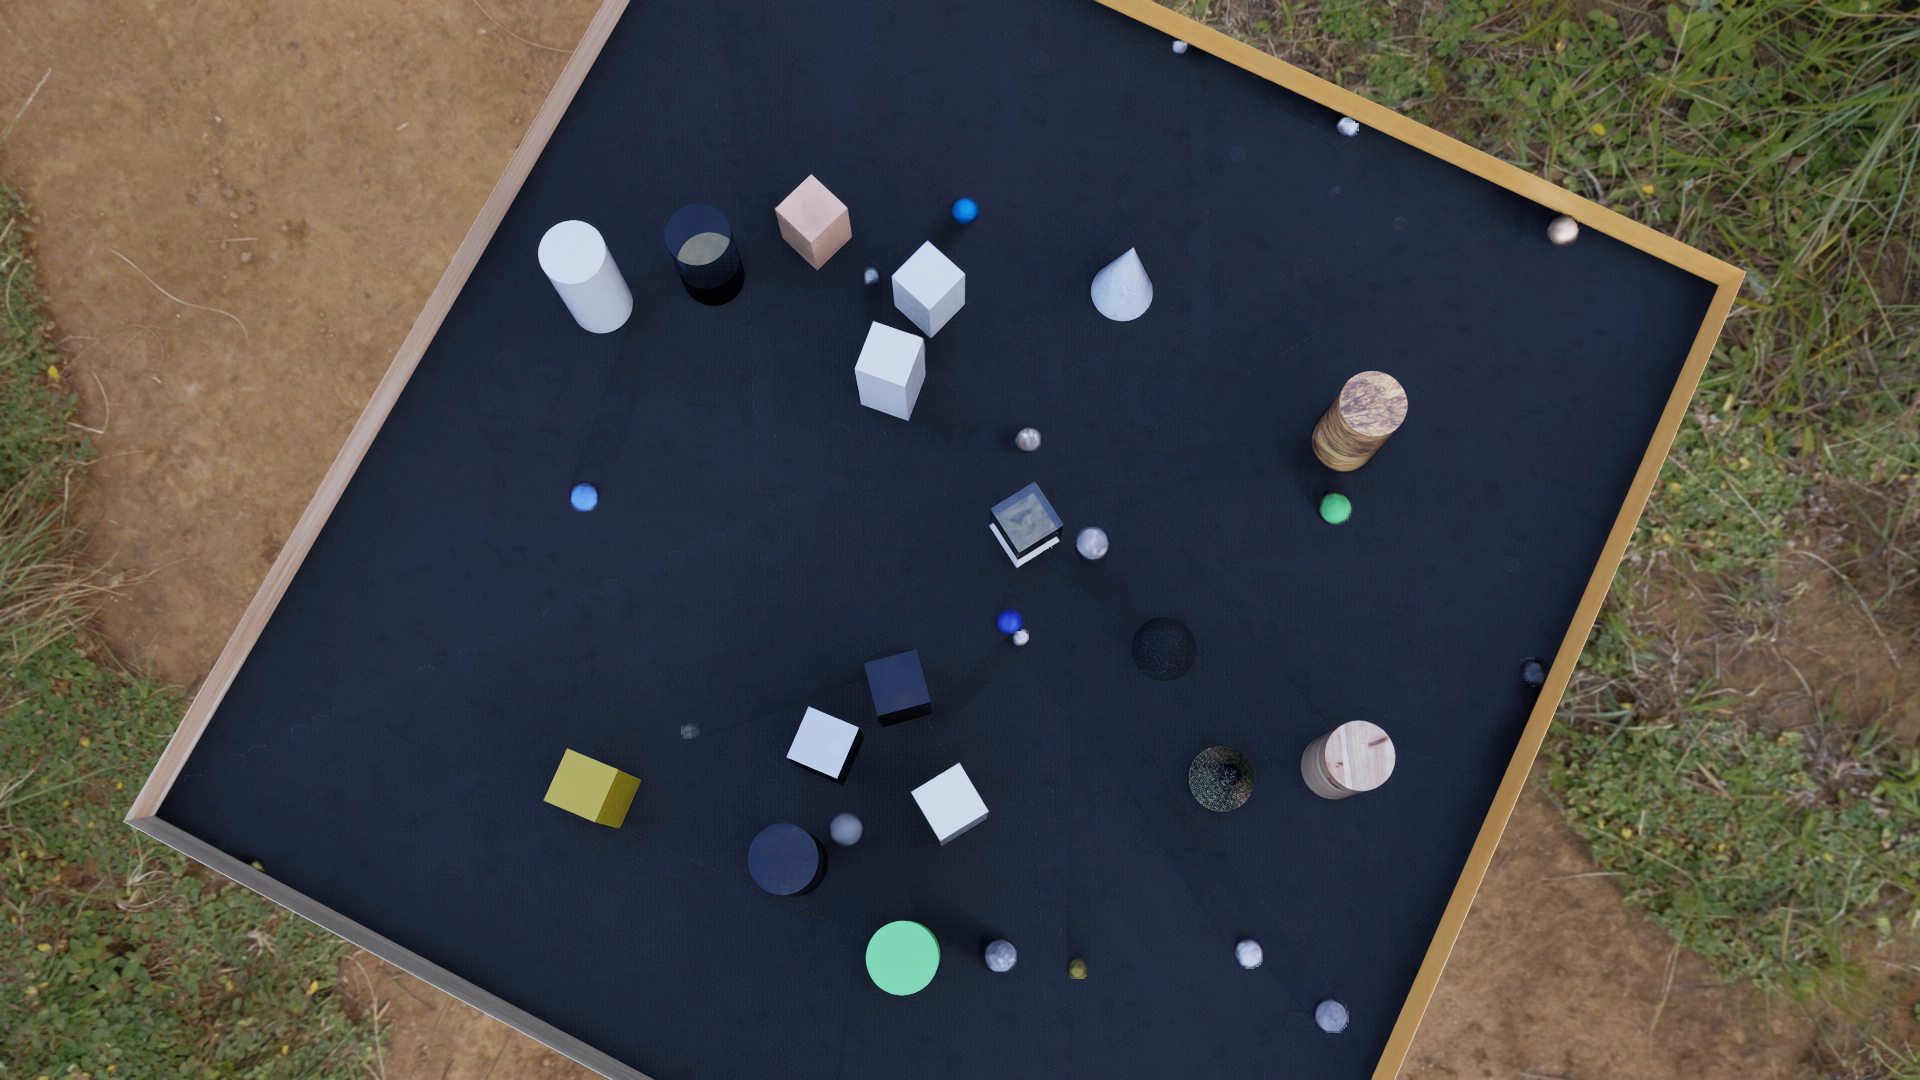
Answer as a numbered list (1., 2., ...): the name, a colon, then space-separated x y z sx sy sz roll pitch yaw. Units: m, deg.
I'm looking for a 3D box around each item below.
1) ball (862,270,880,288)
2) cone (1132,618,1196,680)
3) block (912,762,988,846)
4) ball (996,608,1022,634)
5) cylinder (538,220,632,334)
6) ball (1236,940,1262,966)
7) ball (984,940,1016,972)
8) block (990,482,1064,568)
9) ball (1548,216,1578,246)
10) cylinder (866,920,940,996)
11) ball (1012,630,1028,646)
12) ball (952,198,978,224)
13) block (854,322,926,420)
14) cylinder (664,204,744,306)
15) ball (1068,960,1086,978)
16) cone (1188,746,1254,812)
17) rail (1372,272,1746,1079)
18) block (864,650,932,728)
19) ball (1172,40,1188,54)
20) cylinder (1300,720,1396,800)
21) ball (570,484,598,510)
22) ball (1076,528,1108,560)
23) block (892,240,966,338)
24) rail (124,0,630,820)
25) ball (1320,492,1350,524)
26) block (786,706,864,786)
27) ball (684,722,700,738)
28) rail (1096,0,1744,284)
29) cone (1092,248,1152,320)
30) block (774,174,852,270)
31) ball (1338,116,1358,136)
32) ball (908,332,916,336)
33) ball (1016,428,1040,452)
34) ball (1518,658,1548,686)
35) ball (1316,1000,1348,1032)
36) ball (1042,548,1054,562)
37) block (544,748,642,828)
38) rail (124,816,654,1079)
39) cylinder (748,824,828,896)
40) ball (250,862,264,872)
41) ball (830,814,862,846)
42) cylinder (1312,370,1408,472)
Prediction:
1. ball: -0.279 -0.821 5.757 0.058 0.058 0.058 0 78 0
2. cone: 0.618 0.296 5.383 0.196 0.338 0.196 0 78 0
3. block: -0.028 0.763 5.260 0.156 0.388 0.156 -31 80 -6
4. ball: 0.148 0.245 5.528 0.075 0.075 0.075 0 78 0
5. cylinder: -1.128 -0.790 5.547 0.196 0.456 0.196 0 78 0
6. ball: 0.840 1.201 5.328 0.078 0.078 0.078 0 78 0
7. ball: 0.117 1.207 5.320 0.092 0.092 0.092 0 78 0
8. block: 0.197 -0.044 5.504 0.156 0.238 0.156 -32 80 -6
9. ball: 1.899 -0.973 5.770 0.093 0.093 0.093 0 78 0
10. cylinder: -0.155 1.169 5.145 0.196 0.450 0.196 0 78 0
11. ball: 0.183 0.296 5.532 0.046 0.046 0.046 0 78 0
12. ball: 0.015 -1.037 5.789 0.082 0.082 0.082 0 78 0
13. block: -0.207 -0.506 5.531 0.156 0.373 0.156 19 79 4
14. cylinder: -0.777 -0.869 5.610 0.196 0.366 0.196 0 78 0
15. ball: 0.342 1.246 5.331 0.054 0.054 0.054 0 78 0
16. cone: 0.780 0.682 5.320 0.196 0.304 0.196 0 78 0
17. rail: 1.586 0.783 5.389 0.045 0.127 3.675 26 80 5
18. block: -0.178 0.437 5.363 0.156 0.320 0.156 -15 79 -3
19. ball: 0.712 -1.595 5.923 0.047 0.047 0.047 0 78 0
20. cylinder: 1.115 0.639 5.291 0.196 0.378 0.196 0 78 0
21. ball: -1.149 -0.131 5.602 0.082 0.082 0.082 0 78 0
22. ball: 0.403 0.012 5.564 0.097 0.097 0.097 0 78 0
23. block: -0.095 -0.768 5.636 0.156 0.273 0.156 43 81 8
24. rail: -1.586 -0.770 5.710 0.045 0.127 3.675 26 80 5
25. ball: 1.144 -0.098 5.589 0.093 0.093 0.093 0 78 0
26. block: -0.390 0.604 5.344 0.156 0.290 0.156 22 79 4
27. ball: -0.802 0.570 5.475 0.047 0.047 0.047 0 78 0
28. rail: 0.811 -1.582 5.878 3.594 0.127 0.045 26 80 5
29. cone: 0.511 -0.823 5.588 0.196 0.390 0.196 0 78 0
30. block: -0.453 -0.985 5.696 0.156 0.243 0.156 44 82 8
31. ball: 1.240 -1.323 5.859 0.061 0.061 0.061 0 78 0
32. ball: -0.160 -0.594 5.689 0.098 0.098 0.098 0 78 0
33. ball: 0.209 -0.308 5.643 0.073 0.073 0.073 0 78 0
34. ball: 1.717 0.397 5.492 0.083 0.083 0.083 0 78 0
35. ball: 1.071 1.373 5.286 0.090 0.090 0.090 0 78 0
36. ball: 0.268 0.047 5.586 0.041 0.041 0.041 0 78 0
37. block: -1.052 0.719 5.273 0.156 0.382 0.156 22 79 4
38. rail: -0.811 1.596 5.220 3.594 0.127 0.045 26 80 5
39. cylinder: -0.488 0.917 5.233 0.196 0.379 0.196 0 78 0
40. ball: -2.071 0.966 5.395 0.041 0.041 0.041 0 78 0
41. ball: -0.334 0.852 5.391 0.096 0.096 0.096 0 78 0
42. cylinder: 1.188 -0.349 5.472 0.196 0.424 0.196 0 78 0
